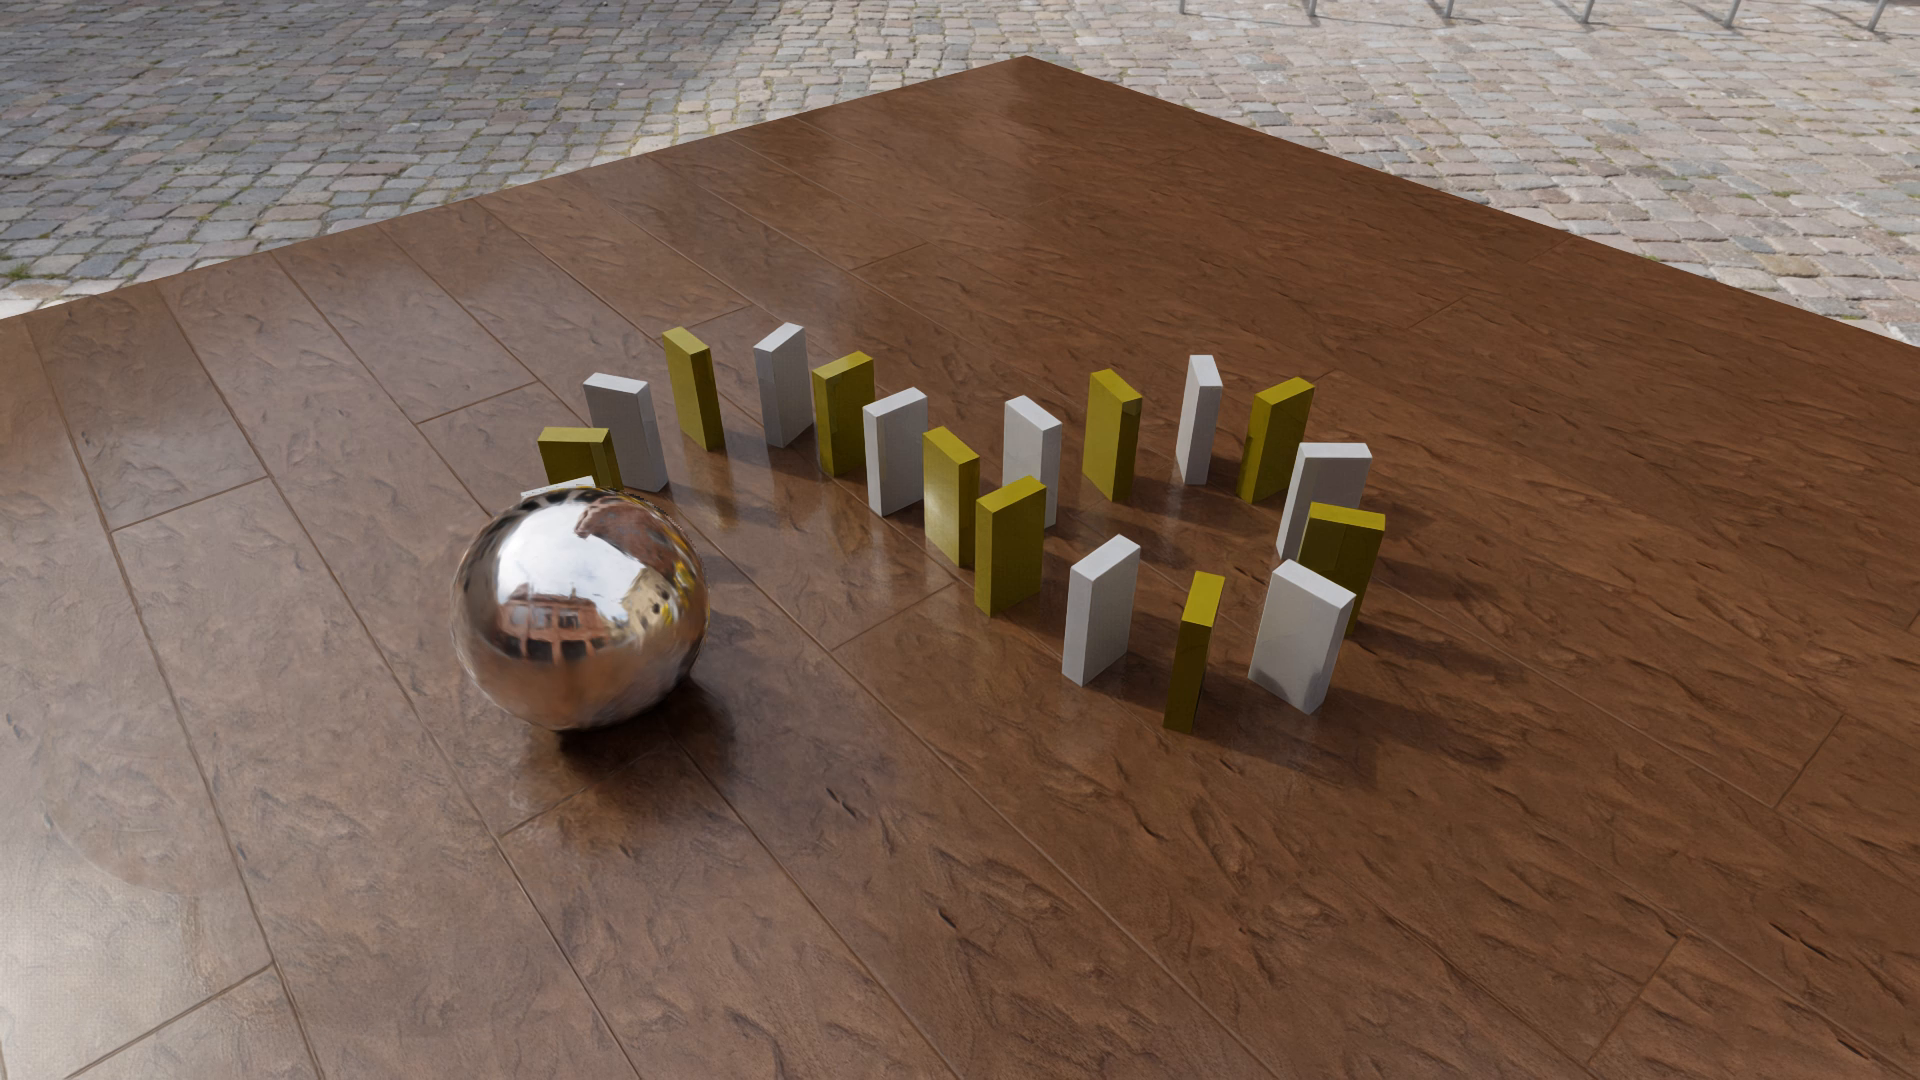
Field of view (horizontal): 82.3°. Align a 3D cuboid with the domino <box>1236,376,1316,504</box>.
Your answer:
[{"bbox_3d":[0.132,-0.041,0.462,0.025,0.050,0.009,-23,45,-26],"label":"domino"}]

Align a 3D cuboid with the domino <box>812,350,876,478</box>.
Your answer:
[{"bbox_3d":[-0.049,-0.054,0.478,0.025,0.050,0.009,-30,48,-31],"label":"domino"}]

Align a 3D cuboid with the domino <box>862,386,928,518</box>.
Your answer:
[{"bbox_3d":[-0.026,-0.036,0.455,0.025,0.050,0.009,-26,46,-28],"label":"domino"}]

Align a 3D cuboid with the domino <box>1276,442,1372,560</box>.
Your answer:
[{"bbox_3d":[0.141,-0.014,0.429,0.025,0.050,0.010,0,39,0],"label":"domino"}]

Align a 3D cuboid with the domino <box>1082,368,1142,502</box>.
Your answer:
[{"bbox_3d":[0.064,-0.044,0.465,0.009,0.050,0.025,-17,42,-19],"label":"domino"}]

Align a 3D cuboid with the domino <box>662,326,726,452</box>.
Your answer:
[{"bbox_3d":[-0.119,-0.068,0.494,0.010,0.050,0.025,-28,47,-30],"label":"domino"}]

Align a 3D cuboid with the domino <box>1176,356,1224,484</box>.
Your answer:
[{"bbox_3d":[0.103,-0.051,0.474,0.010,0.050,0.025,0,39,0],"label":"domino"}]

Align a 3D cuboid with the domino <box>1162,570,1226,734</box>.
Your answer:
[{"bbox_3d":[0.077,0.038,0.365,0.010,0.050,0.025,13,41,15],"label":"domino"}]

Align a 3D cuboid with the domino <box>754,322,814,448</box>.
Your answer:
[{"bbox_3d":[-0.079,-0.069,0.496,0.010,0.050,0.025,18,43,21],"label":"domino"}]

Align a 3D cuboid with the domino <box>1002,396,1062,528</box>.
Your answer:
[{"bbox_3d":[0.029,-0.031,0.449,0.009,0.050,0.025,-23,45,-26],"label":"domino"}]

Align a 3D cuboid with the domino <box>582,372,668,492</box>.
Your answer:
[{"bbox_3d":[-0.141,-0.045,0.466,0.025,0.050,0.009,12,41,14],"label":"domino"}]

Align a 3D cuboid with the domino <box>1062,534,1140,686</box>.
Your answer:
[{"bbox_3d":[0.049,0.025,0.381,0.025,0.050,0.010,-32,49,-33],"label":"domino"}]

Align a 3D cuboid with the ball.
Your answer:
[{"bbox_3d":[-0.123,0.022,0.360,0.080,0.080,0.080,0,39,0],"label":"ball"}]

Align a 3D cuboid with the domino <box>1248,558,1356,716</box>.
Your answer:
[{"bbox_3d":[0.114,0.033,0.371,0.009,0.050,0.025,-32,49,-33],"label":"domino"}]

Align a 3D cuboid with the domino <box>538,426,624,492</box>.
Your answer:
[{"bbox_3d":[-0.148,-0.021,0.437,0.025,0.050,0.010,1,39,2],"label":"domino"}]

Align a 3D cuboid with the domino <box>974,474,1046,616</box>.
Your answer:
[{"bbox_3d":[0.018,0.003,0.408,0.025,0.050,0.010,-26,46,-28],"label":"domino"}]

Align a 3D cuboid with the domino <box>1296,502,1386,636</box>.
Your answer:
[{"bbox_3d":[0.135,0.011,0.398,0.025,0.050,0.010,11,41,13],"label":"domino"}]

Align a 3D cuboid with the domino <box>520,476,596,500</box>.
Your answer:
[{"bbox_3d":[-0.144,0.002,0.409,0.025,0.050,0.010,-17,42,-19],"label":"domino"}]

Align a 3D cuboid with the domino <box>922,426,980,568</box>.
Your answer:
[{"bbox_3d":[-0.004,-0.017,0.432,0.010,0.050,0.025,-23,45,-25],"label":"domino"}]
